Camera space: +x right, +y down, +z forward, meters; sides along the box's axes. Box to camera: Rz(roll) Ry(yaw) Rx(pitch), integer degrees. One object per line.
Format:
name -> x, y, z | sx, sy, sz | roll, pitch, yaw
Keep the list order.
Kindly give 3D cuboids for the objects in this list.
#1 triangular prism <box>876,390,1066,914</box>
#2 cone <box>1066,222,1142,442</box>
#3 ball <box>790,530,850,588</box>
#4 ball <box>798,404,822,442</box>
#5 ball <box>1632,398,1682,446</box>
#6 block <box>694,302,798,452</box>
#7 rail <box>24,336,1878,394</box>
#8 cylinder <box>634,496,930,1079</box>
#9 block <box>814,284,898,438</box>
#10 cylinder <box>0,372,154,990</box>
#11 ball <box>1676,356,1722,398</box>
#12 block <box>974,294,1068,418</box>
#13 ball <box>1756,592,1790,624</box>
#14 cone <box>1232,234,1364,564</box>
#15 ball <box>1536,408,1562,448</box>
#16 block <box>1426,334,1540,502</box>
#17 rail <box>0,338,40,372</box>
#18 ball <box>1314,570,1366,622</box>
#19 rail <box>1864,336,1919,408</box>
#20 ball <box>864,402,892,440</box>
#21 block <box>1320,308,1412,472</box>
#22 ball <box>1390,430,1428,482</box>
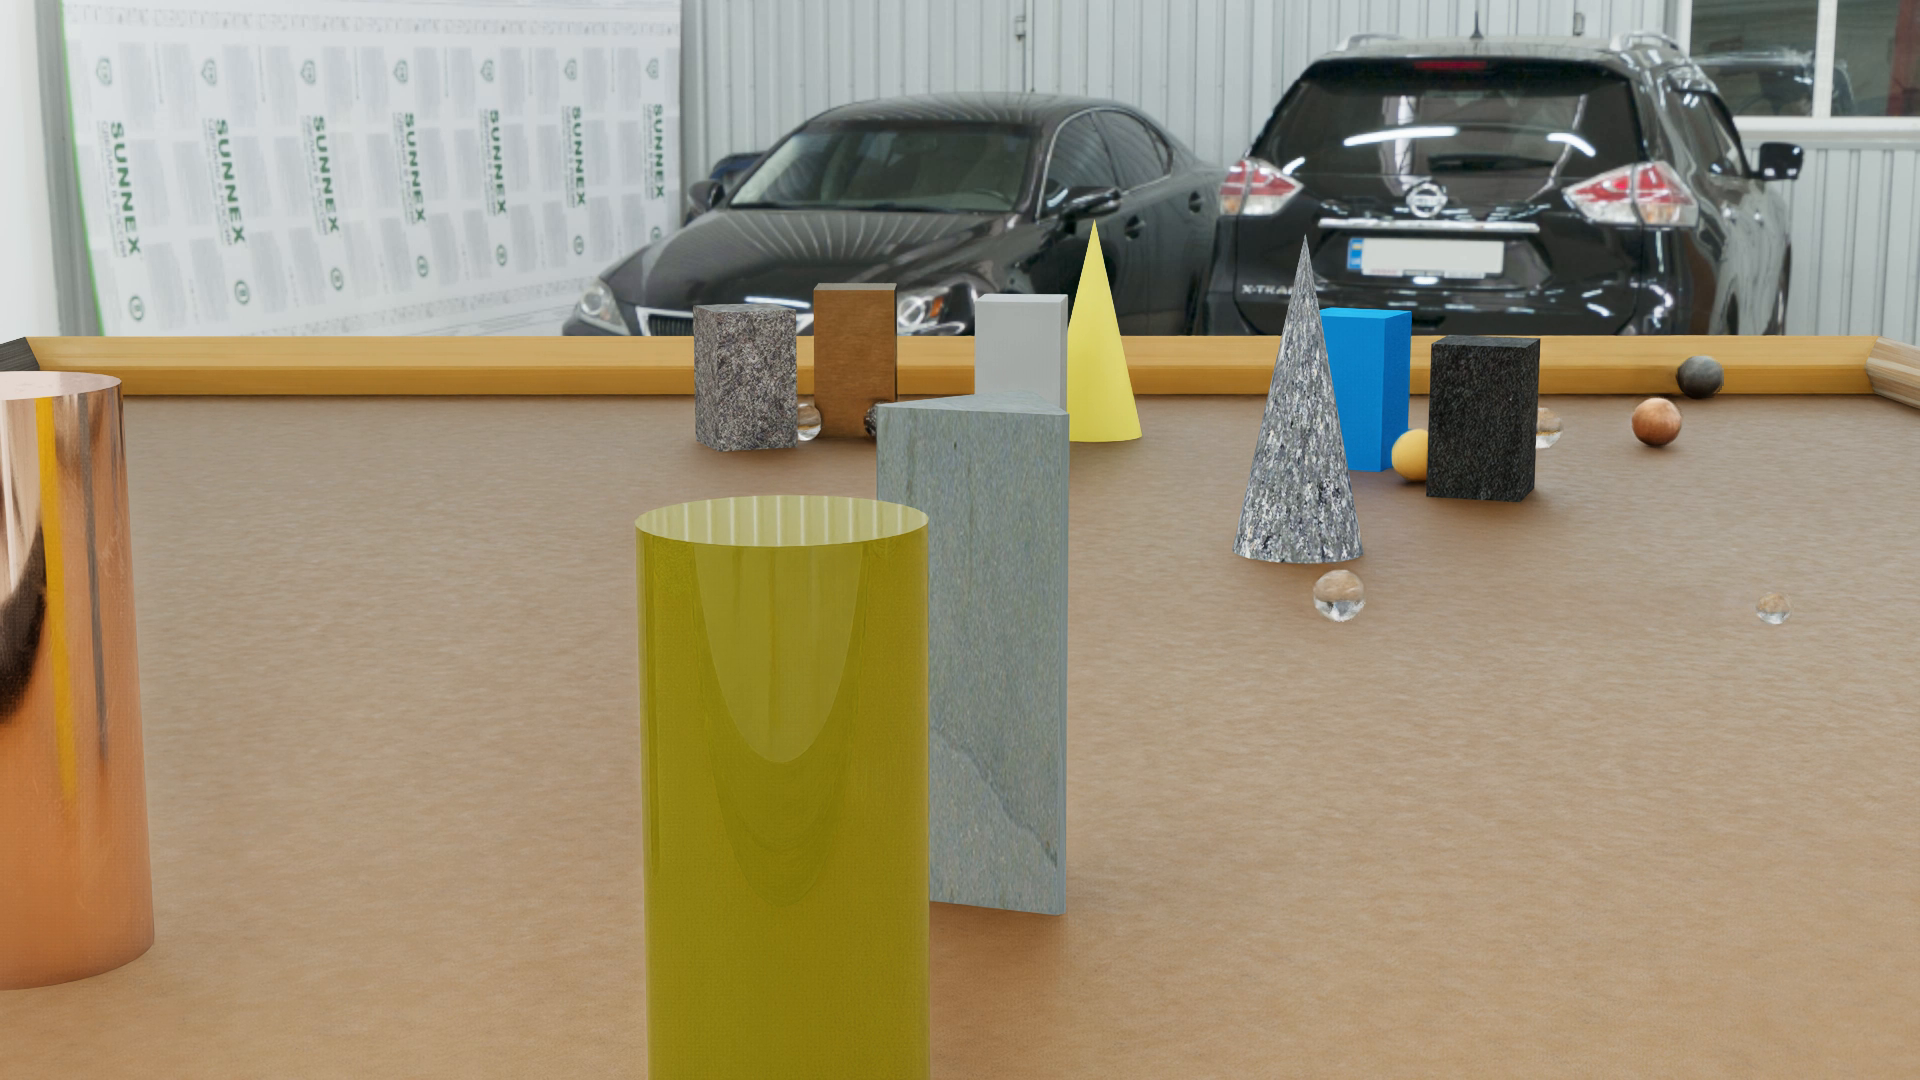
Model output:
triangular prism -> 0.034, 0.092, 2.286 | 0.171, 0.438, 0.148 | 4, 11, 20
cone -> 0.265, -0.421, 5.083 | 0.198, 0.428, 0.198 | 0, 10, 0
ball -> -0.197, 0.027, 3.614 | 0.083, 0.083, 0.083 | 0, 10, 0
ball -> -0.307, -0.231, 5.032 | 0.074, 0.074, 0.074 | 0, 10, 0
ball -> 1.346, -0.227, 4.955 | 0.094, 0.094, 0.094 | 0, 10, 0
block -> -0.417, -0.318, 4.976 | 0.158, 0.265, 0.158 | -4, 11, -22
rail -> -0.013, -0.388, 5.722 | 4.146, 0.129, 0.045 | 0, 10, 0
cylinder -> -0.120, 0.195, 1.767 | 0.198, 0.425, 0.198 | 0, 10, 0
block -> -0.207, -0.359, 5.119 | 0.158, 0.293, 0.158 | 0, 10, 1
cylinder -> -0.776, 0.109, 2.099 | 0.198, 0.473, 0.198 | 0, 10, 0
ball -> 1.632, -0.360, 5.667 | 0.096, 0.096, 0.096 | 0, 10, 0
block -> 0.116, -0.306, 4.825 | 0.158, 0.297, 0.158 | 1, 11, 7
ball -> 1.072, 0.090, 3.380 | 0.044, 0.044, 0.044 | 0, 10, 0
cone -> 0.513, -0.220, 3.853 | 0.198, 0.481, 0.198 | 0, 10, 0
ball -> 1.116, -0.215, 4.931 | 0.079, 0.079, 0.079 | 0, 10, 0
block -> 0.899, -0.211, 4.407 | 0.158, 0.262, 0.158 | 4, 11, 21
rail -> -2.049, 0.035, 3.437 | 0.045, 0.129, 4.670 | 0, 10, 0
ball -> 0.503, 0.073, 3.402 | 0.069, 0.069, 0.069 | 0, 10, 0
rail -> 2.049, 0.031, 3.460 | 0.045, 0.129, 4.670 | 0, 10, 0
ball -> -0.148, -0.232, 5.022 | 0.079, 0.079, 0.079 | 0, 10, 0
block -> 0.728, -0.280, 4.732 | 0.158, 0.279, 0.158 | 5, 12, 27
ball -> 0.808, -0.148, 4.532 | 0.093, 0.093, 0.093 | 0, 10, 0
